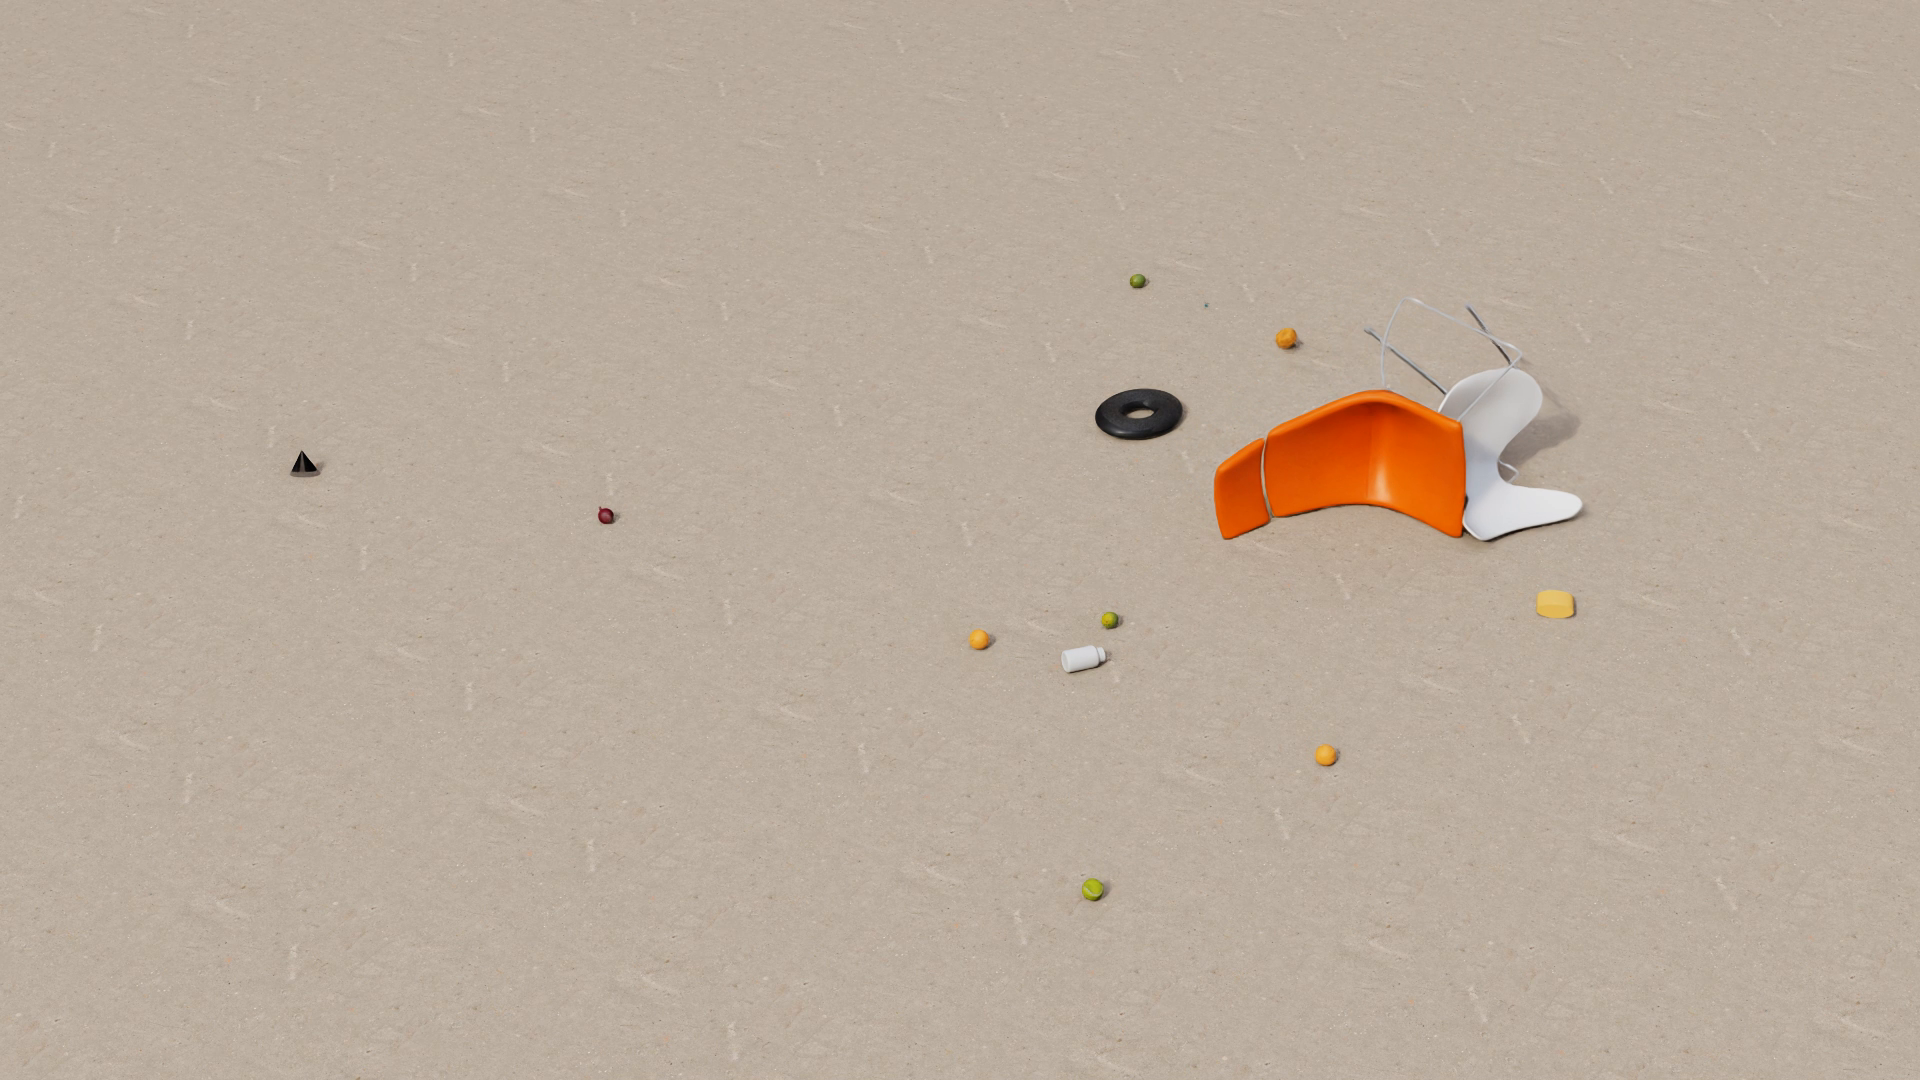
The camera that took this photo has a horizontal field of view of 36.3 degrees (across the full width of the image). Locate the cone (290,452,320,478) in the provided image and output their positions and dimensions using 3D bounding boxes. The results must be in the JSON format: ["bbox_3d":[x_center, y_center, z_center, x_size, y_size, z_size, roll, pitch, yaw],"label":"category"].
[{"bbox_3d":[-2.531,-0.301,11.302,0.121,0.110,0.053,0,33,-1],"label":"cone"}]

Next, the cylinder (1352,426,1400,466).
[{"bbox_3d":[1.621,-0.368,11.422,0.138,0.088,0.163,-7,34,-10],"label":"cylinder"}]

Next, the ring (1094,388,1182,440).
[{"bbox_3d":[0.711,-0.502,11.649,0.389,0.066,0.314,-28,43,-36],"label":"ring"}]

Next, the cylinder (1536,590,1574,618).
[{"bbox_3d":[2.139,0.230,10.542,0.130,0.058,0.092,3,33,10],"label":"cylinder"}]
